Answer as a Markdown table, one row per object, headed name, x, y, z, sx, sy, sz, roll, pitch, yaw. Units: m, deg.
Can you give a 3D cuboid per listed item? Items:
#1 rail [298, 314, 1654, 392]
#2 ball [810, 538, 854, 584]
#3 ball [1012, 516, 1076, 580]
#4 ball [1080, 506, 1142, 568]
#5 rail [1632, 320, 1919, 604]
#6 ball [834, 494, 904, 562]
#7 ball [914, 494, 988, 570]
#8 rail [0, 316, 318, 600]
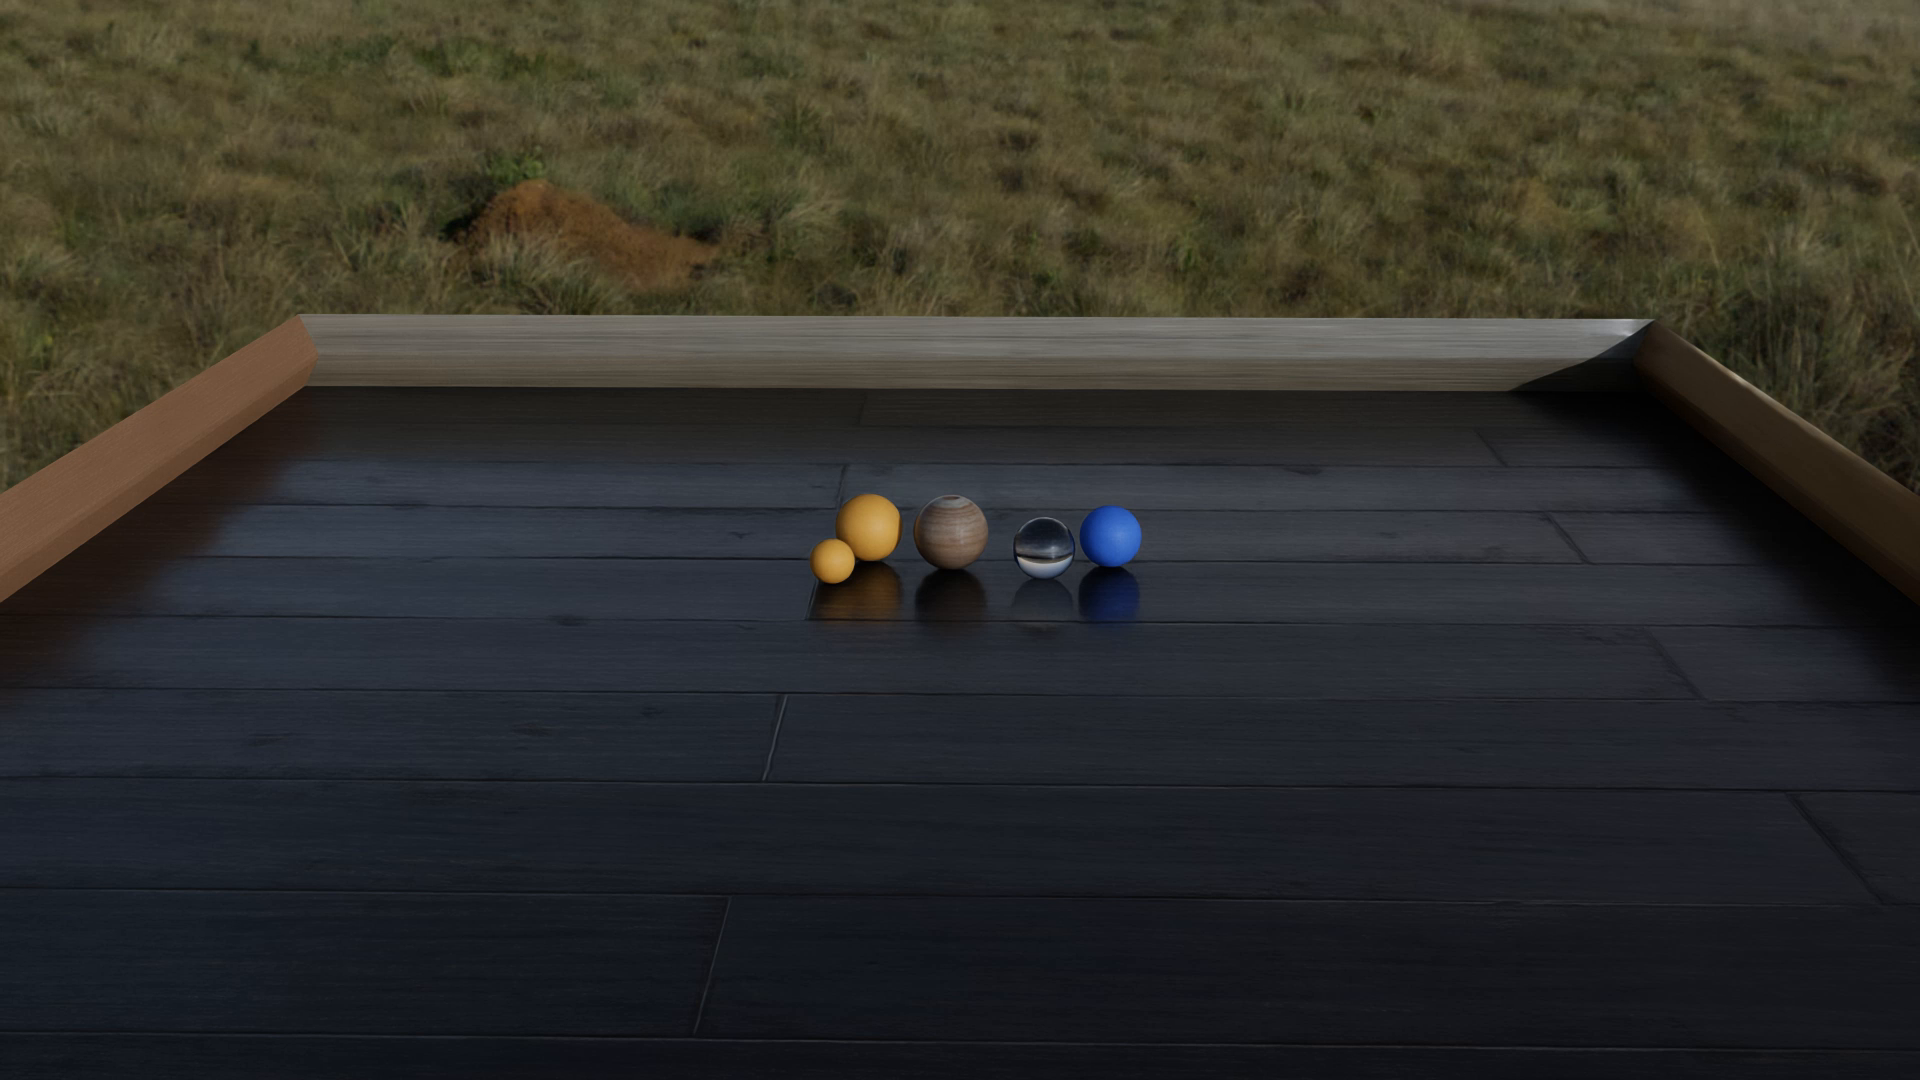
| name | x | y | z | sx | sy | sz | roll | pitch | yaw |
| --- | --- | --- | --- | --- | --- | --- | --- | --- | --- |
| rail | 0.021 | -0.321 | 3.822 | 2.363 | 0.127 | 0.045 | 0 | 17 | 1 |
| ball | -0.161 | 0.027 | 2.778 | 0.057 | 0.057 | 0.057 | 0 | 17 | 0 |
| ball | 0.107 | 0.011 | 2.793 | 0.080 | 0.080 | 0.080 | 0 | 17 | 0 |
| ball | 0.195 | -0.005 | 2.844 | 0.081 | 0.081 | 0.081 | 0 | 17 | 0 |
| rail | 1.136 | 0.288 | 1.774 | 0.045 | 0.127 | 4.277 | 0 | 17 | 1 |
| ball | -0.119 | -0.016 | 2.868 | 0.089 | 0.089 | 0.089 | 0 | 17 | 0 |
| ball | -0.012 | -0.010 | 2.831 | 0.097 | 0.097 | 0.097 | 0 | 17 | 0 |
| rail | -1.179 | 0.275 | 1.818 | 0.045 | 0.127 | 4.277 | 0 | 17 | 1 |
